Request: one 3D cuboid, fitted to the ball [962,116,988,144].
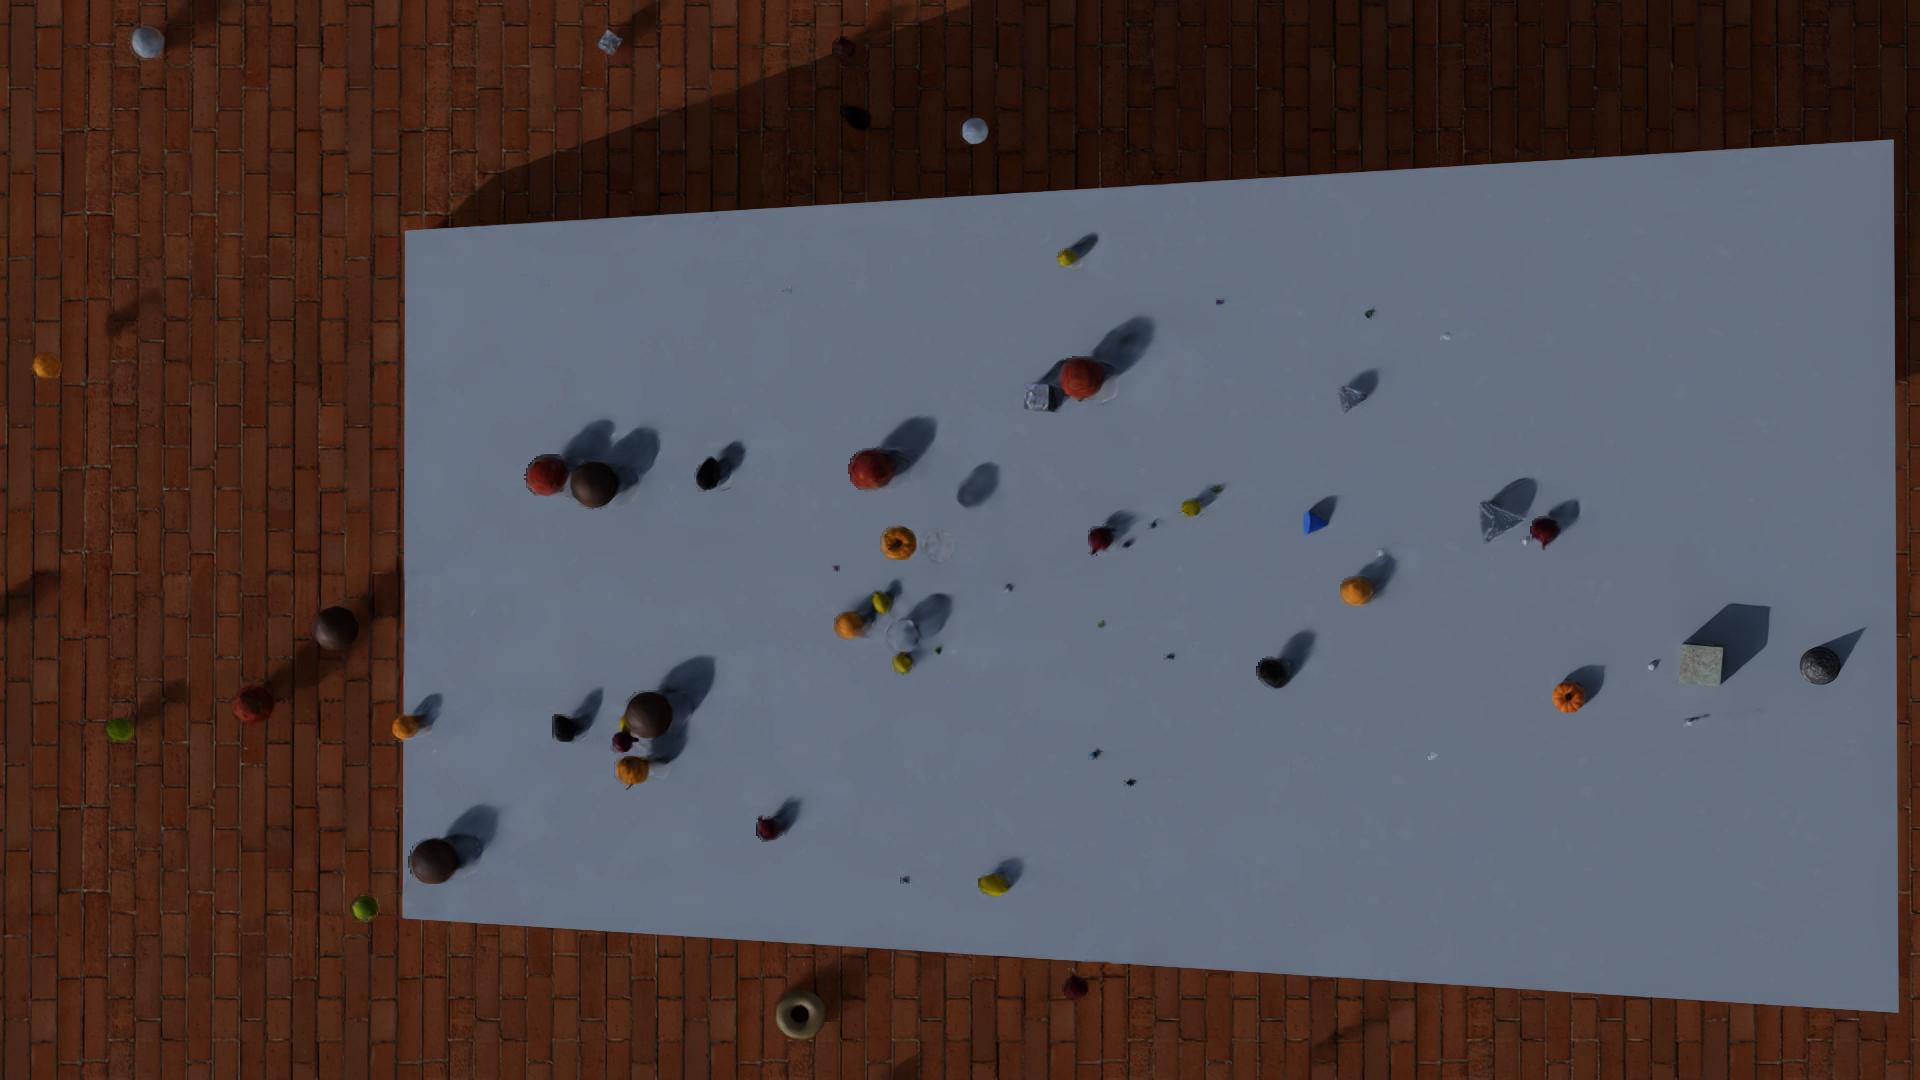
[{"bbox_3d":[0.041,-1.103,5.926,0.073,0.073,0.073,0,89,0],"label":"ball"}]

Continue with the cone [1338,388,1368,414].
[{"bbox_3d":[0.984,-0.352,5.446,0.067,0.067,0.067,-13,89,-16],"label":"cone"}]

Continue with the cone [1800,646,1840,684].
[{"bbox_3d":[1.975,0.291,5.048,0.088,0.088,0.088,0,89,20],"label":"cone"}]

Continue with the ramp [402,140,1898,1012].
[{"bbox_3d":[0.280,0.090,5.764,4.000,0.100,2.000,0,89,20],"label":"ramp"}]

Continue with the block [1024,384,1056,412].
[{"bbox_3d":[0.208,-0.369,5.708,0.065,0.065,0.065,4,91,20],"label":"block"}]

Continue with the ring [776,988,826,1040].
[{"bbox_3d":[-0.467,1.390,6.449,0.148,0.049,0.148,0,90,-1],"label":"ring"}]

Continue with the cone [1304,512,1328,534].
[{"bbox_3d":[0.892,-0.041,5.477,0.060,0.060,0.060,3,89,-7],"label":"cone"}]

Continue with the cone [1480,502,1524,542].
[{"bbox_3d":[1.320,-0.046,5.314,0.095,0.095,0.095,-4,89,-7],"label":"cone"}]

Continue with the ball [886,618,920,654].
[{"bbox_3d":[-0.150,0.254,5.815,0.092,0.092,0.092,0,89,0],"label":"ball"}]

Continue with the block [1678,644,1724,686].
[{"bbox_3d":[1.731,0.291,5.135,0.091,0.091,0.091,5,91,20],"label":"block"}]

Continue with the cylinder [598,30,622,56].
[{"bbox_3d":[-1.032,-1.466,6.482,0.054,0.054,0.054,32,91,0],"label":"cylinder"}]

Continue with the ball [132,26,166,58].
[{"bbox_3d":[-2.387,-1.464,6.465,0.093,0.093,0.093,0,89,0],"label":"ball"}]
